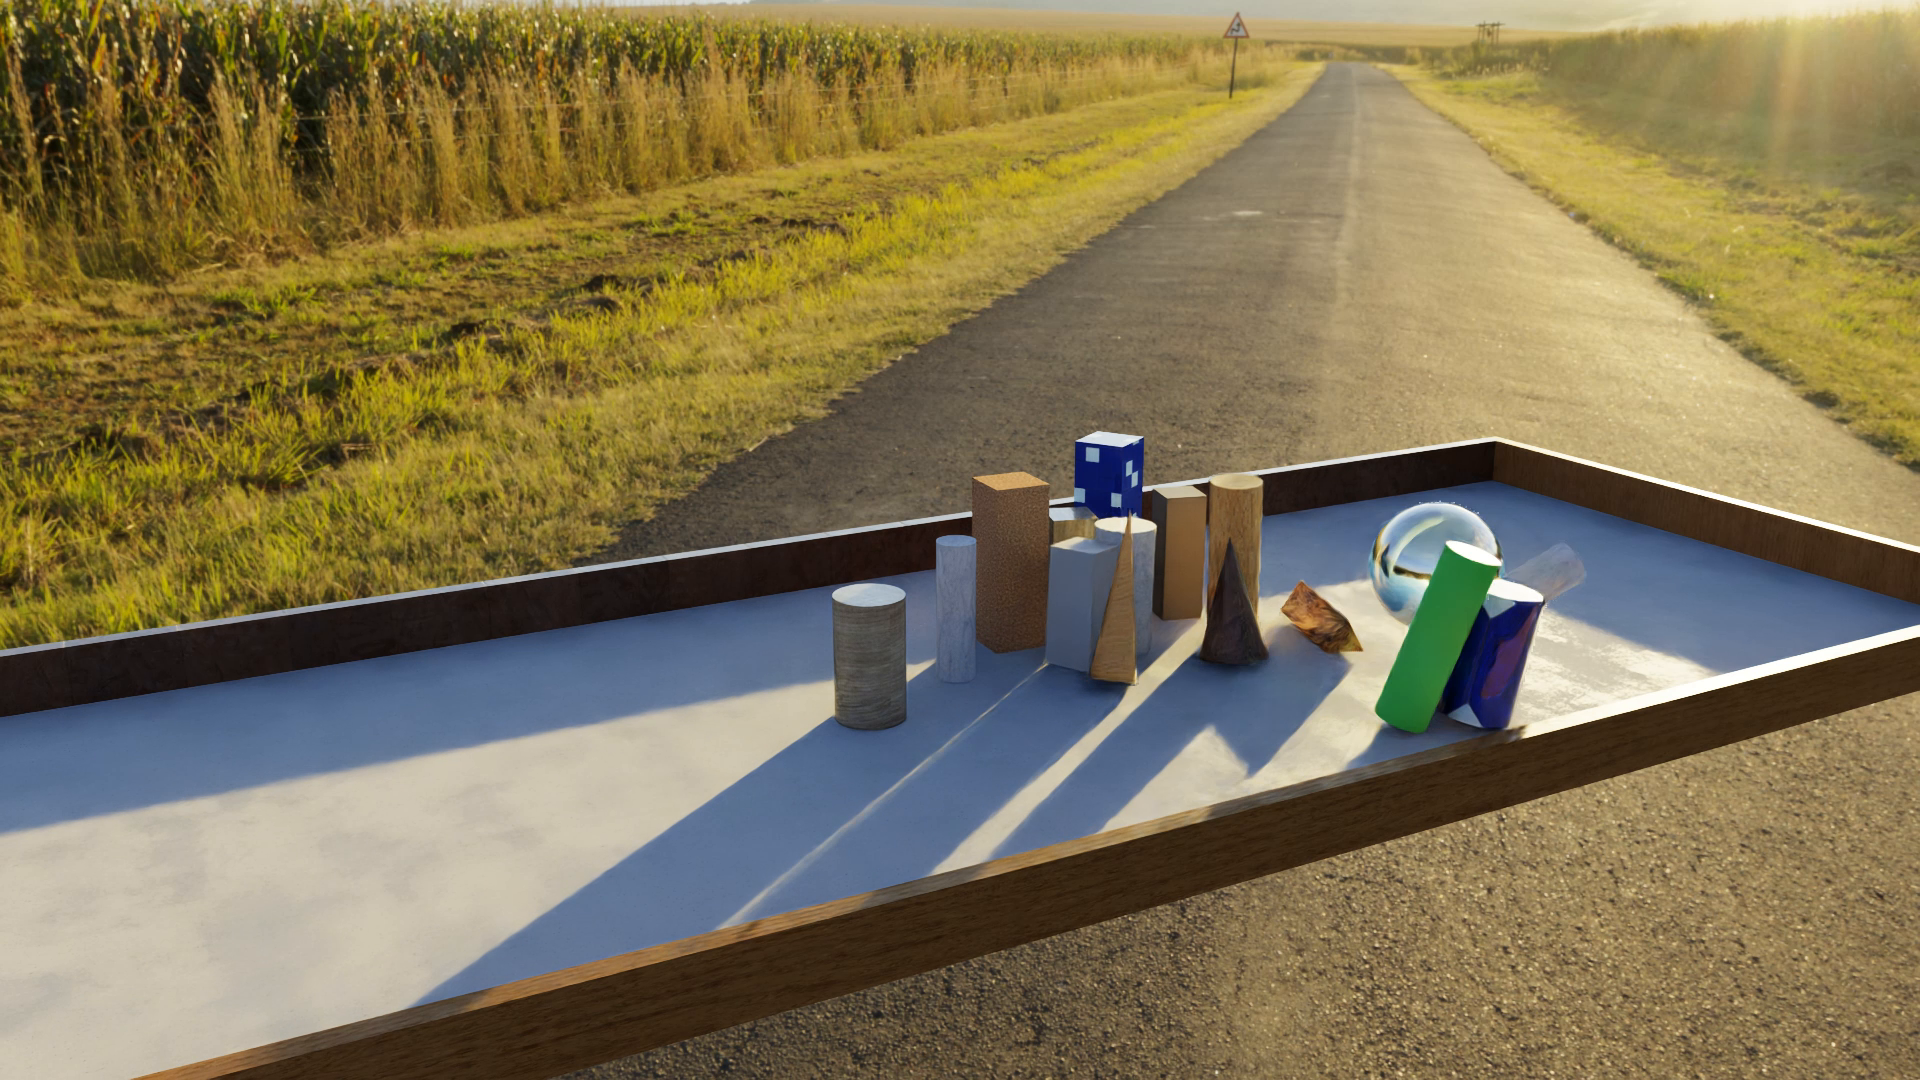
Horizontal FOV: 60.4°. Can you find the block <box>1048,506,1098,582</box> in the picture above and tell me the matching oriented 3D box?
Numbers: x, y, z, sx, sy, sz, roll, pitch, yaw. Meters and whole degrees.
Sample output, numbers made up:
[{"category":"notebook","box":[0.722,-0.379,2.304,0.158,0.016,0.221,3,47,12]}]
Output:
[{"category":"block","box":[0.304,0.071,4.579,0.127,0.300,0.127,-3,17,-11]}]

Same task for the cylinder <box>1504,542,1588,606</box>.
[{"category":"cylinder","box":[1.423,0.155,4.287,0.394,0.115,0.115,-31,18,3]}]

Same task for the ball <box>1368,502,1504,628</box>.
[{"category":"ball","box":[1.202,0.069,4.167,0.330,0.330,0.330,0,16,0]}]

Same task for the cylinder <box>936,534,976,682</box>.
[{"category":"cylinder","box":[-0.009,0.172,4.136,0.101,0.356,0.101,0,16,0]}]

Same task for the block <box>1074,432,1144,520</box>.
[{"category":"block","box":[0.435,-0.080,4.843,0.150,0.443,0.150,9,19,29]}]

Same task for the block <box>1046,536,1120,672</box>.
[{"category":"block","box":[0.315,0.164,4.234,0.130,0.310,0.130,11,17,34]}]

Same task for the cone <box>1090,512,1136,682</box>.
[{"category":"cone","box":[0.402,0.132,4.107,0.118,0.434,0.118,6,-1,0]}]

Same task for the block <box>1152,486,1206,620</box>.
[{"category":"block","box":[0.606,0.036,4.606,0.115,0.353,0.115,-4,17,-13]}]

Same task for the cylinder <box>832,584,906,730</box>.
[{"category":"cylinder","box":[-0.212,0.274,3.881,0.171,0.305,0.171,0,16,0]}]

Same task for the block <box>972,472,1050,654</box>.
[{"category":"block","box":[0.132,0.059,4.367,0.151,0.445,0.151,-7,18,-24]}]

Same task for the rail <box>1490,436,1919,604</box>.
[{"category":"rail","box":[2.466,-0.048,5.253,0.050,0.150,2.100,-9,18,-27]}]

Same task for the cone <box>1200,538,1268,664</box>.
[{"category":"cone","box":[0.701,0.146,4.256,0.178,0.315,0.178,-3,8,0]}]

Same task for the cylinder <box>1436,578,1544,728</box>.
[{"category":"cylinder","box":[1.239,0.263,3.861,0.171,0.313,0.171,9,15,-3]}]

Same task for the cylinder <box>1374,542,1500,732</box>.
[{"category":"cylinder","box":[1.095,0.224,3.792,0.127,0.432,0.127,16,19,-6]}]

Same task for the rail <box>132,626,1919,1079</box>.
[{"category":"rail","box":[-2.336,1.006,1.665,12.000,0.150,0.050,-9,18,-27]}]

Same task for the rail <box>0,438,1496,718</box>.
[{"category":"rail","box":[-3.305,0.497,3.399,12.000,0.150,0.050,-9,18,-27]}]

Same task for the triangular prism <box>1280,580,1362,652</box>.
[{"category":"triangular prism","box":[0.978,0.201,4.458,0.105,0.091,0.334,-1,16,-9]}]

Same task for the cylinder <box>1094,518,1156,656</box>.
[{"category":"cylinder","box":[0.428,0.123,4.334,0.160,0.336,0.160,1,15,0]}]

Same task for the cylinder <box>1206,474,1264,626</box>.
[{"category":"cylinder","box":[0.724,0.058,4.354,0.135,0.447,0.135,-1,20,0]}]
